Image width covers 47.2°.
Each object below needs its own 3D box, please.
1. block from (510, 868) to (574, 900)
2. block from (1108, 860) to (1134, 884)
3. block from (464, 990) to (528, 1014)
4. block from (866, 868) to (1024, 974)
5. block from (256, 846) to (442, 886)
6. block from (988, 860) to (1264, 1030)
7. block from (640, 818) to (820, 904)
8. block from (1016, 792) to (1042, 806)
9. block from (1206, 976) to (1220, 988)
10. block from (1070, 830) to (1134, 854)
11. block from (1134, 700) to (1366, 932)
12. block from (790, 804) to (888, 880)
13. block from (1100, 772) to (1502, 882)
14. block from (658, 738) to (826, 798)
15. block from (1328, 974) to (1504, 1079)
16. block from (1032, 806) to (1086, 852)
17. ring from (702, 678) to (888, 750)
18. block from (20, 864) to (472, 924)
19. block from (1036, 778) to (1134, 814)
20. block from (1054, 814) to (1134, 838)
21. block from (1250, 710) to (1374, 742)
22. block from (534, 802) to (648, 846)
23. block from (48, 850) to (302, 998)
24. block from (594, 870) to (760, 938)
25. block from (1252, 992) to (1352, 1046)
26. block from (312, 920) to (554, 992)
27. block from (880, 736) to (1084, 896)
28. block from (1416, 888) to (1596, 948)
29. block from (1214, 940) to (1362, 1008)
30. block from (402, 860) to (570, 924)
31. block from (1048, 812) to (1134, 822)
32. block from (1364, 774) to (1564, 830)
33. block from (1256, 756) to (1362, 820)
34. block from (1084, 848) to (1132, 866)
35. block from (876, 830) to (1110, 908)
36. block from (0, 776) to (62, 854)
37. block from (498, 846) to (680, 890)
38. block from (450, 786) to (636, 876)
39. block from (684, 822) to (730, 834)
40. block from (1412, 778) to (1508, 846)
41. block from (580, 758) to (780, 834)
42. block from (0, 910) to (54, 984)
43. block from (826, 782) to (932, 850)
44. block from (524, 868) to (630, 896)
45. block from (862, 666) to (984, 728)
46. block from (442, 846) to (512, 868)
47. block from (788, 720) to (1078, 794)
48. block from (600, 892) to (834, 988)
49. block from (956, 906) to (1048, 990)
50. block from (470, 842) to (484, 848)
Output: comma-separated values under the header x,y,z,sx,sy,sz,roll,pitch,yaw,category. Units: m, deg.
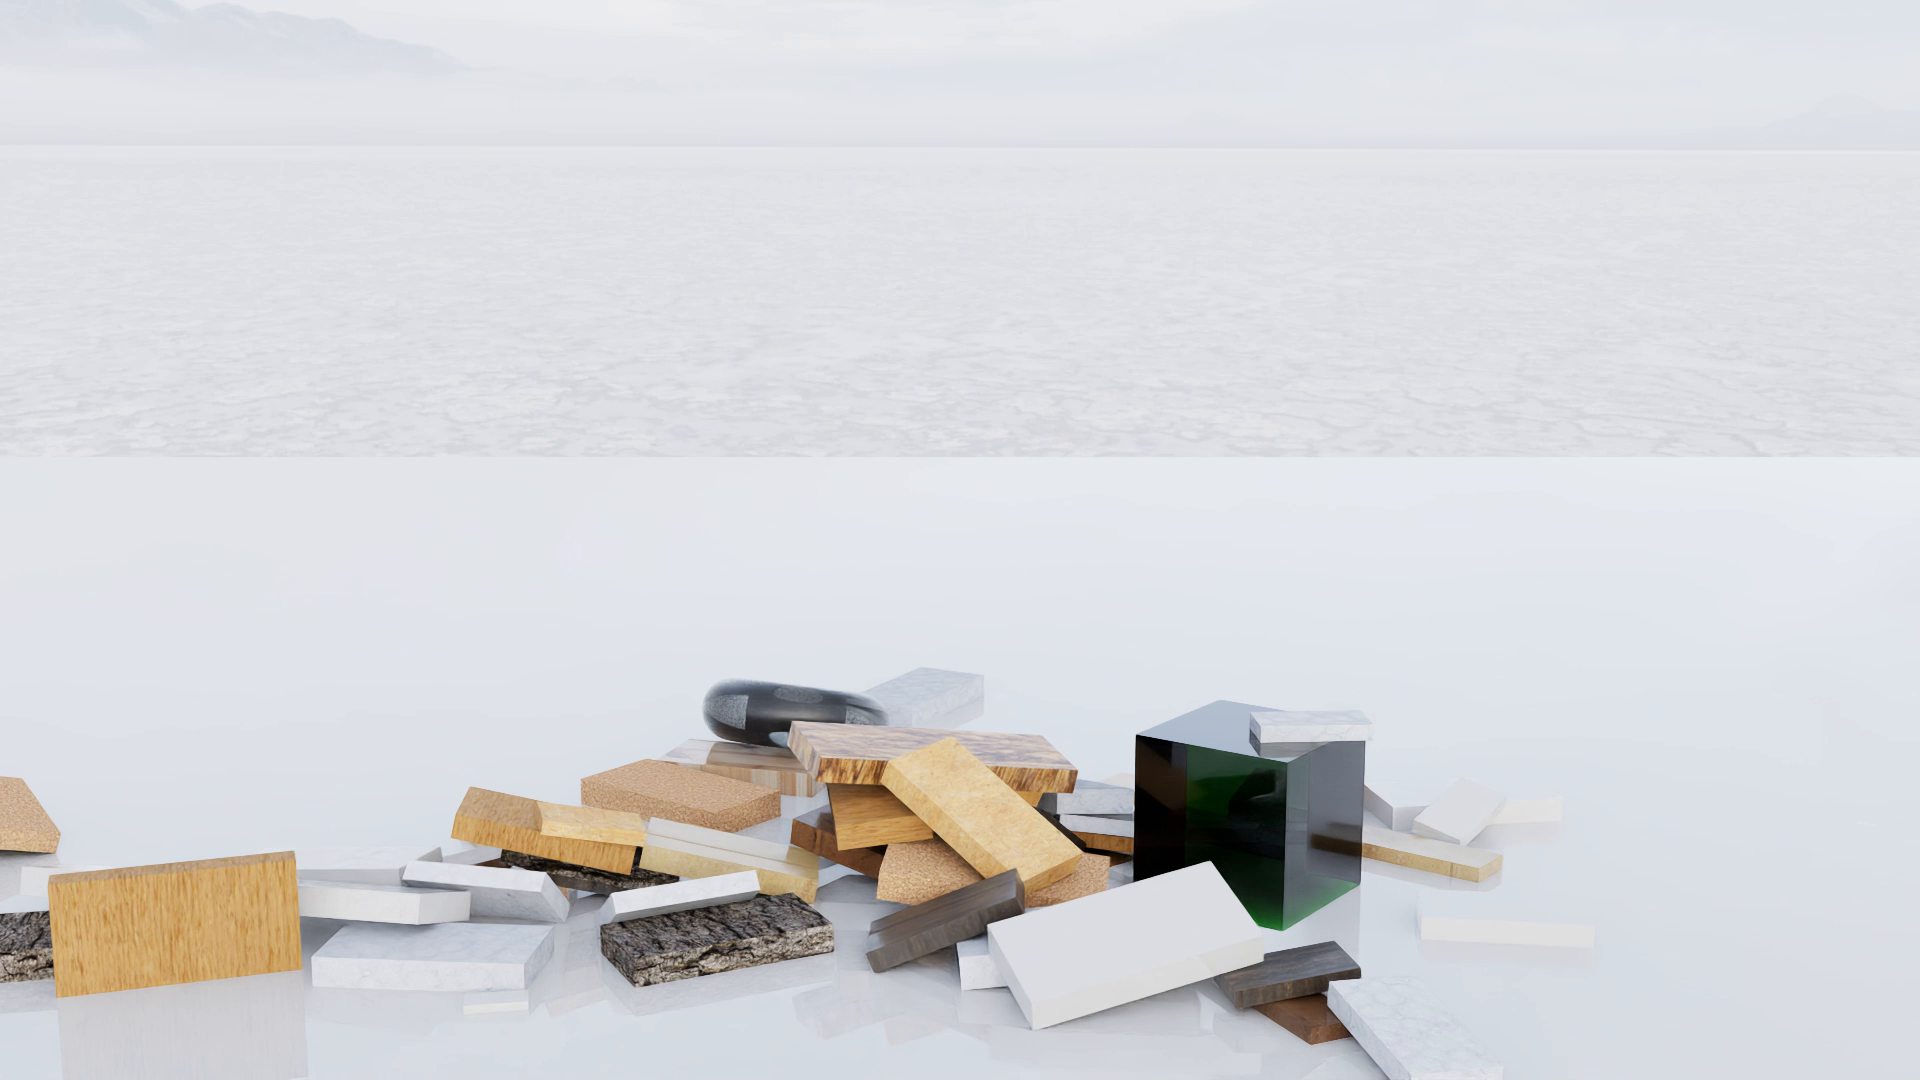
x,y,z,sx,sy,sz,roll,pitch,yaw,category
-0.741,0.575,3.676,0.186,0.026,0.093,0,11,1,block
0.313,0.564,3.762,0.115,0.016,0.058,-8,13,-37,block
-0.674,0.671,3.196,0.092,0.013,0.046,-2,11,-11,block
-0.021,0.581,3.365,0.245,0.035,0.122,-22,11,6,block
-1.050,0.548,3.677,0.358,0.034,0.119,-4,9,22,block
0.241,0.589,3.216,0.360,0.051,0.180,-13,33,-15,block
-0.382,0.534,3.673,0.292,0.041,0.146,13,9,-6,block
0.041,0.425,3.974,0.122,0.035,0.245,27,-5,-23,block
0.410,0.641,3.322,0.096,0.027,0.192,-5,12,-24,block
0.277,0.527,3.810,0.173,0.024,0.086,0,-11,45,block
0.482,0.450,3.660,0.279,0.279,0.279,8,13,35,block
-0.109,0.527,3.744,0.326,0.046,0.163,17,18,31,block
0.596,0.516,3.997,0.794,0.026,0.093,8,13,38,block
-0.413,0.446,4.318,0.326,0.046,0.163,3,11,17,block
0.619,0.678,3.013,0.132,0.037,0.265,-2,16,-15,block
0.027,0.489,3.825,0.349,0.049,0.175,7,-22,35,block
-0.329,0.355,4.414,0.378,0.126,0.378,7,-5,1,ring
-1.140,0.563,3.503,0.714,0.046,0.161,1,-7,16,block
0.172,0.462,4.021,0.154,0.044,0.309,3,-2,-26,block
0.265,0.509,3.888,0.192,0.027,0.096,7,-9,-4,block
0.576,0.305,3.605,0.185,0.026,0.093,-1,11,-4,block
-0.603,0.463,3.586,0.171,0.024,0.086,10,11,-20,block
-1.170,0.573,3.288,0.346,0.173,0.049,-4,11,-19,block
-0.447,0.576,3.475,0.238,0.034,0.119,-5,-26,-27,block
0.490,0.673,3.153,0.086,0.024,0.173,-5,12,-25,block
-0.795,0.629,3.331,0.322,0.046,0.161,1,11,5,block
0.034,0.448,3.559,0.310,0.044,0.155,39,35,28,block
0.866,0.602,3.504,0.265,0.037,0.132,2,11,8,block
0.475,0.631,3.199,0.192,0.027,0.096,-8,16,-12,block
-0.757,0.563,3.521,0.238,0.034,0.119,3,-33,14,block
0.367,0.498,3.978,0.452,0.024,0.086,-1,0,15,block
0.935,0.488,4.099,0.330,0.044,0.154,-2,11,-10,block
0.660,0.463,4.144,0.154,0.044,0.309,5,7,16,block
0.232,0.554,3.818,0.115,0.016,0.058,6,12,29,block
0.057,0.548,3.569,0.360,0.051,0.180,9,18,4,block
-1.714,0.486,3.931,0.132,0.037,0.265,12,9,-40,block
-0.611,0.523,3.669,0.292,0.041,0.146,12,10,-8,block
-0.675,0.476,3.608,0.292,0.041,0.146,13,10,-6,block
-0.450,0.537,3.888,0.171,0.024,0.086,7,13,35,block
0.901,0.493,3.962,0.093,0.026,0.185,23,33,32,block
-0.524,0.482,4.118,0.349,0.049,0.175,8,13,37,block
-1.434,0.621,3.365,0.346,0.049,0.173,-2,11,-11,block
-0.143,0.431,3.720,0.155,0.044,0.311,-7,17,-6,block
-0.632,0.554,3.666,0.186,0.026,0.093,12,10,-10,block
-0.095,0.346,4.856,0.163,0.046,0.326,6,12,28,block
-0.835,0.548,3.677,0.186,0.026,0.093,-14,10,6,block
-0.045,0.372,3.763,0.477,0.044,0.155,6,16,-25,block
-0.376,0.616,3.402,0.322,0.046,0.161,-5,12,-27,block
0.175,0.609,3.346,0.360,0.051,0.180,-5,11,-2,block
-0.833,0.527,3.940,0.085,0.024,0.171,-5,12,-26,block
